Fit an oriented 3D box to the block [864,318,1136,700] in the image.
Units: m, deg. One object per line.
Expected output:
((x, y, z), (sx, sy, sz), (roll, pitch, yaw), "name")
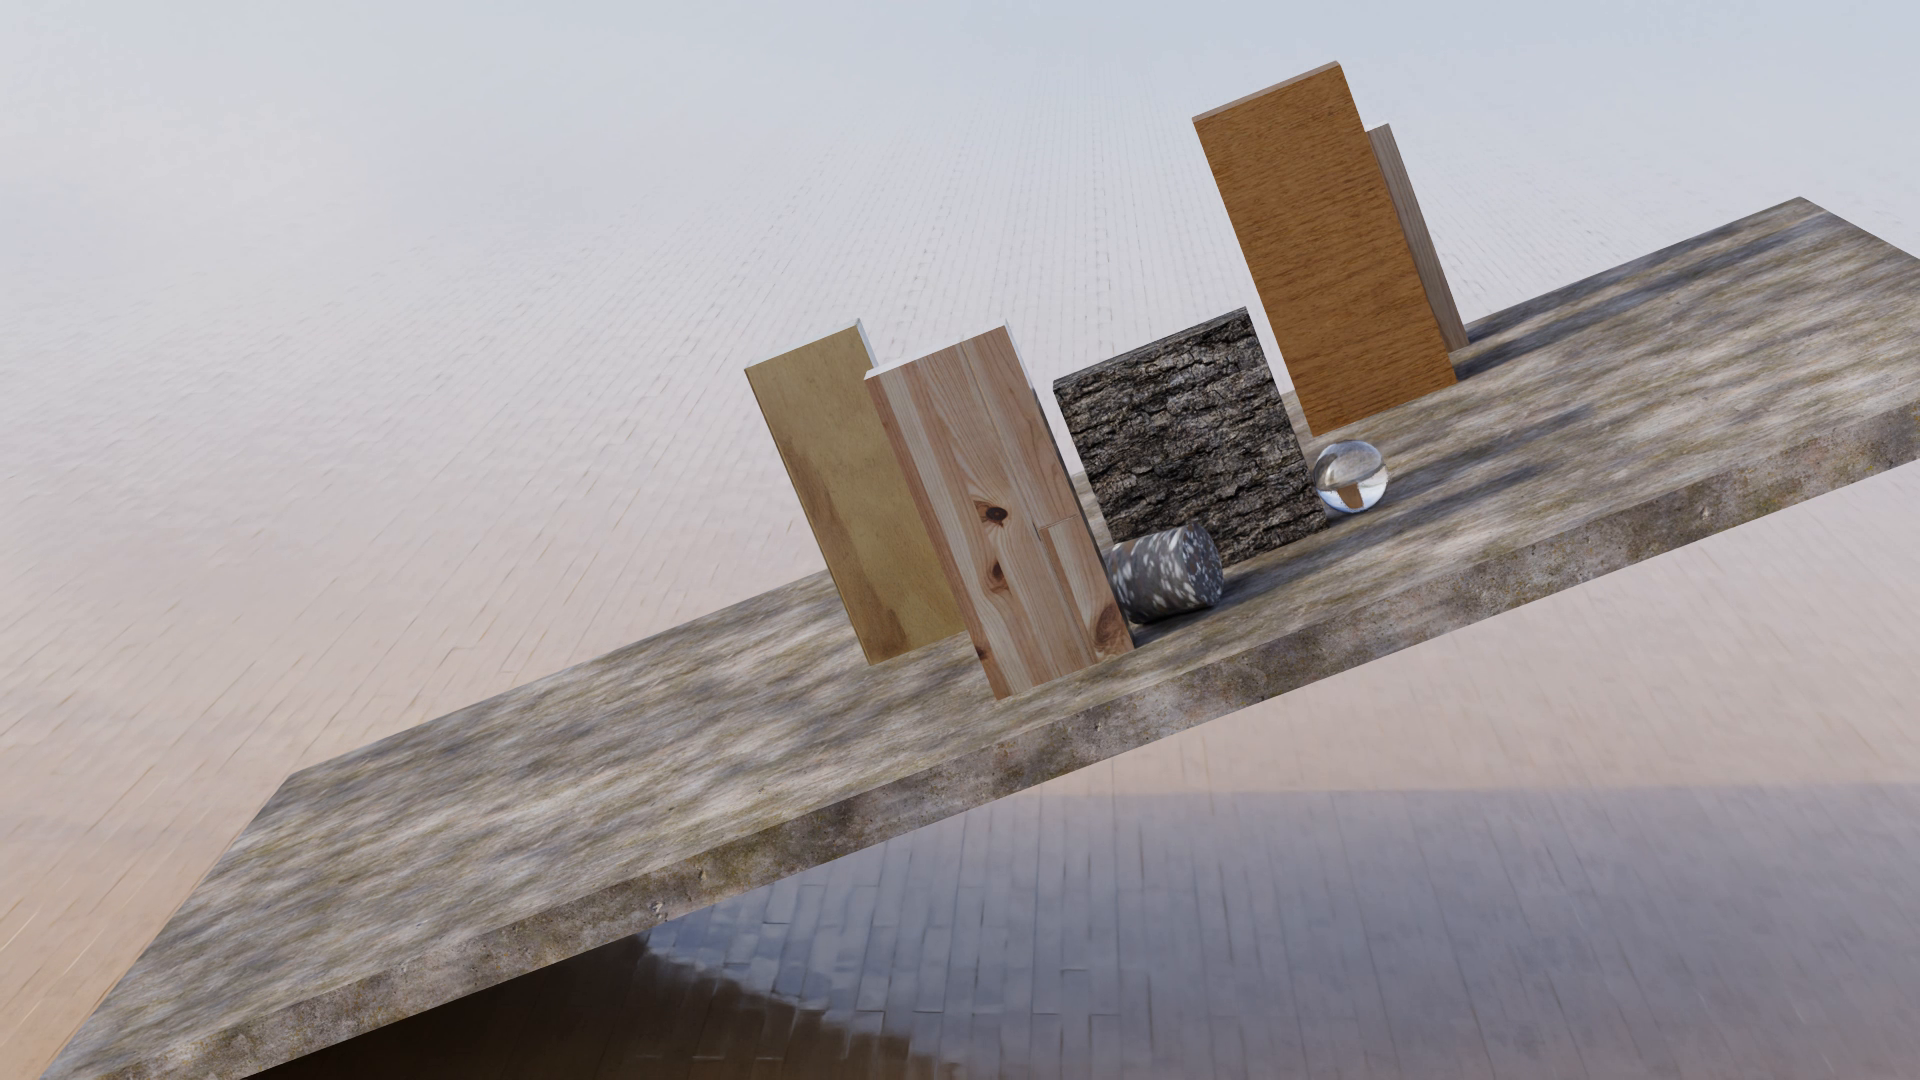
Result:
((0.078, -0.056, 5.530), (0.280, 0.664, 0.091), (-21, 12, 7), "block")

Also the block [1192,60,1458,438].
((0.813, -0.646, 6.557), (0.343, 0.756, 0.119), (-21, 12, 7), "block")

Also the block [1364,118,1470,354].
((0.937, -0.661, 6.881), (0.331, 0.556, 0.105), (-21, 12, 7), "block")

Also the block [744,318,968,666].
((-0.200, -0.098, 6.165), (0.252, 0.685, 0.093), (-21, 12, 7), "block")

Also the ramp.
((0.124, 0.173, 6.290), (4.000, 0.100, 2.000), (-21, 12, 7), "ramp")

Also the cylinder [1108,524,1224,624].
((0.395, 0.065, 5.641), (0.162, 0.162, 0.162), (-16, 5, 29), "cylinder")

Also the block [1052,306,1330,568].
((0.459, -0.171, 5.838), (0.409, 0.459, 0.104), (-21, 12, 7), "block")

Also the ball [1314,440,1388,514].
((0.774, -0.126, 5.830), (0.147, 0.147, 0.147), (0, 14, 0), "ball")
